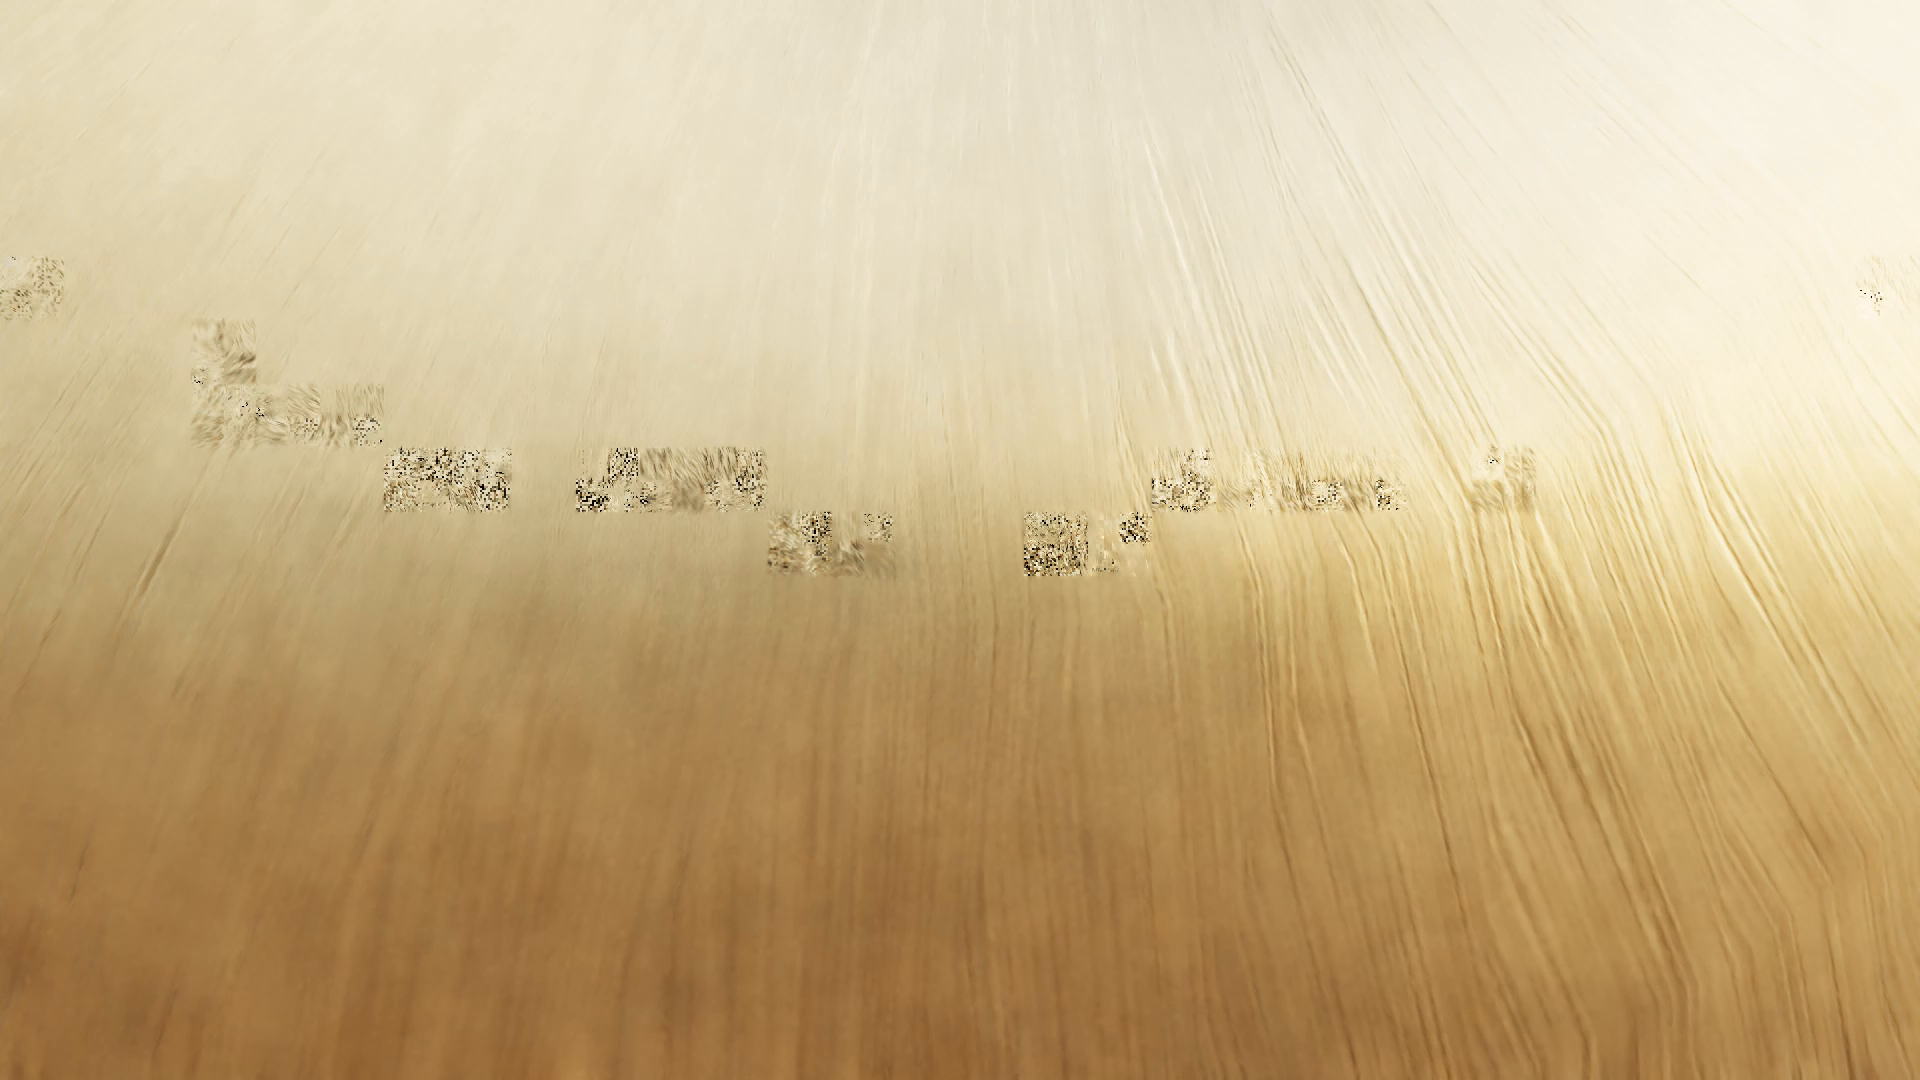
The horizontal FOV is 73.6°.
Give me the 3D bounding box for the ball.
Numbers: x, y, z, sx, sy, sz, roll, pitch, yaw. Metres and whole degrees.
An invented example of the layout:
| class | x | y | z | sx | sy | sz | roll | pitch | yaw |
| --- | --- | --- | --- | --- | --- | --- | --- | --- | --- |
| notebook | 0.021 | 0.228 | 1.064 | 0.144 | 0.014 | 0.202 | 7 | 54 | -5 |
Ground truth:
| class | x | y | z | sx | sy | sz | roll | pitch | yaw |
| --- | --- | --- | --- | --- | --- | --- | --- | --- | --- |
| ball | 0.000 | -0.002 | 0.056 | 0.080 | 0.080 | 0.080 | 0 | 4 | 0 |
